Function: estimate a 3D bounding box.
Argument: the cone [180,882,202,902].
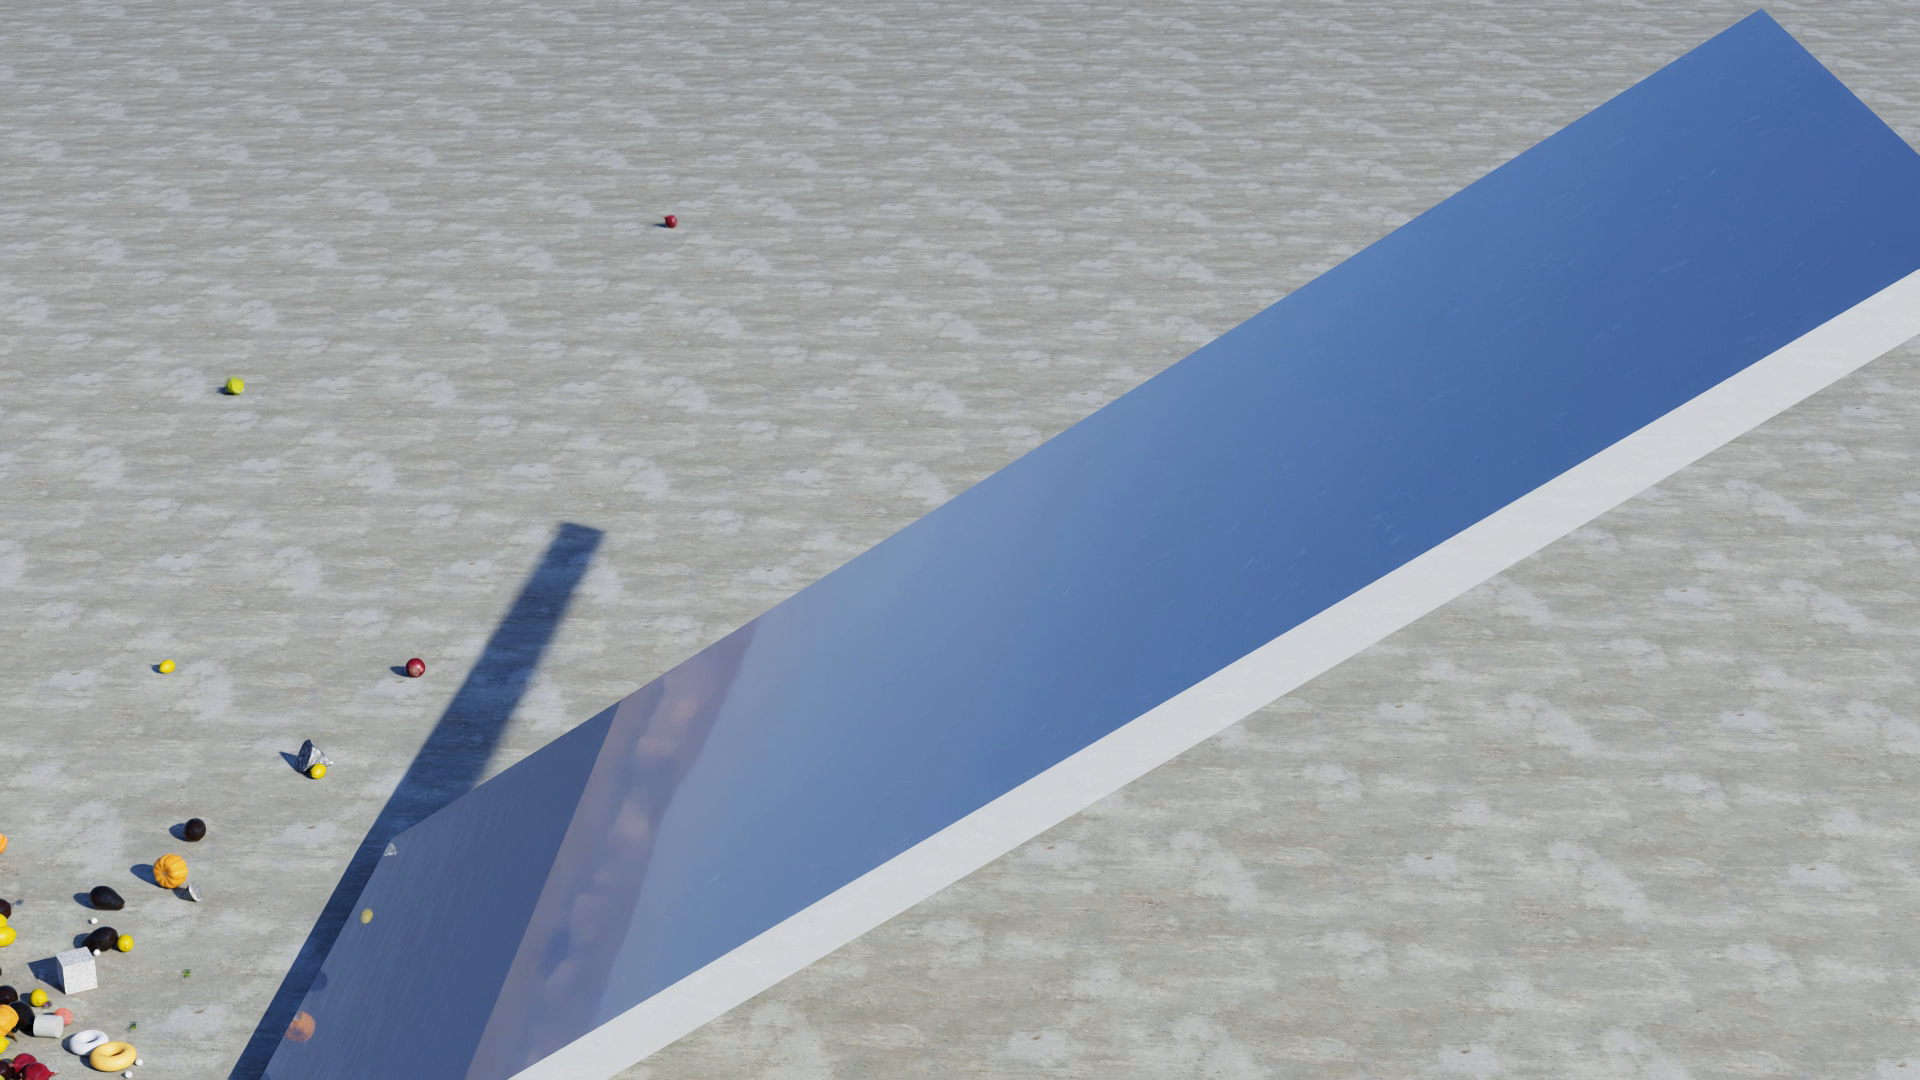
[{"bbox_3d":[-1.987,0.912,7.561,0.054,0.054,0.054,-23,16,15],"label":"cone"}]

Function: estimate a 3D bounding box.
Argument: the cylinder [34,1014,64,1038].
[{"bbox_3d":[-2.141,1.142,6.908,0.052,0.052,0.052,2,21,6],"label":"cylinder"}]

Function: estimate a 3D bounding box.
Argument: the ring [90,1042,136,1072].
[{"bbox_3d":[-1.956,1.193,6.795,0.105,0.035,0.105,1,19,0],"label":"ring"}]

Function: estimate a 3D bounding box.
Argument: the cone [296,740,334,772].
[{"bbox_3d":[-1.809,0.622,8.312,0.097,0.097,0.097,19,9,-32],"label":"cone"}]

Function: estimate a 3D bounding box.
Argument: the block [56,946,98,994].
[{"bbox_3d":[-2.143,1.044,7.133,0.076,0.076,0.076,-11,23,-27],"label":"block"}]

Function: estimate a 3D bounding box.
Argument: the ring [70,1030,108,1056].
[{"bbox_3d":[-2.031,1.172,6.858,0.089,0.030,0.089,1,21,0],"label":"ring"}]

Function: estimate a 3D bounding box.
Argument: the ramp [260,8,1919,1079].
[{"bbox_3d":[0.139,0.171,6.297,4.000,0.100,2.000,-31,15,14],"label":"ramp"}]
